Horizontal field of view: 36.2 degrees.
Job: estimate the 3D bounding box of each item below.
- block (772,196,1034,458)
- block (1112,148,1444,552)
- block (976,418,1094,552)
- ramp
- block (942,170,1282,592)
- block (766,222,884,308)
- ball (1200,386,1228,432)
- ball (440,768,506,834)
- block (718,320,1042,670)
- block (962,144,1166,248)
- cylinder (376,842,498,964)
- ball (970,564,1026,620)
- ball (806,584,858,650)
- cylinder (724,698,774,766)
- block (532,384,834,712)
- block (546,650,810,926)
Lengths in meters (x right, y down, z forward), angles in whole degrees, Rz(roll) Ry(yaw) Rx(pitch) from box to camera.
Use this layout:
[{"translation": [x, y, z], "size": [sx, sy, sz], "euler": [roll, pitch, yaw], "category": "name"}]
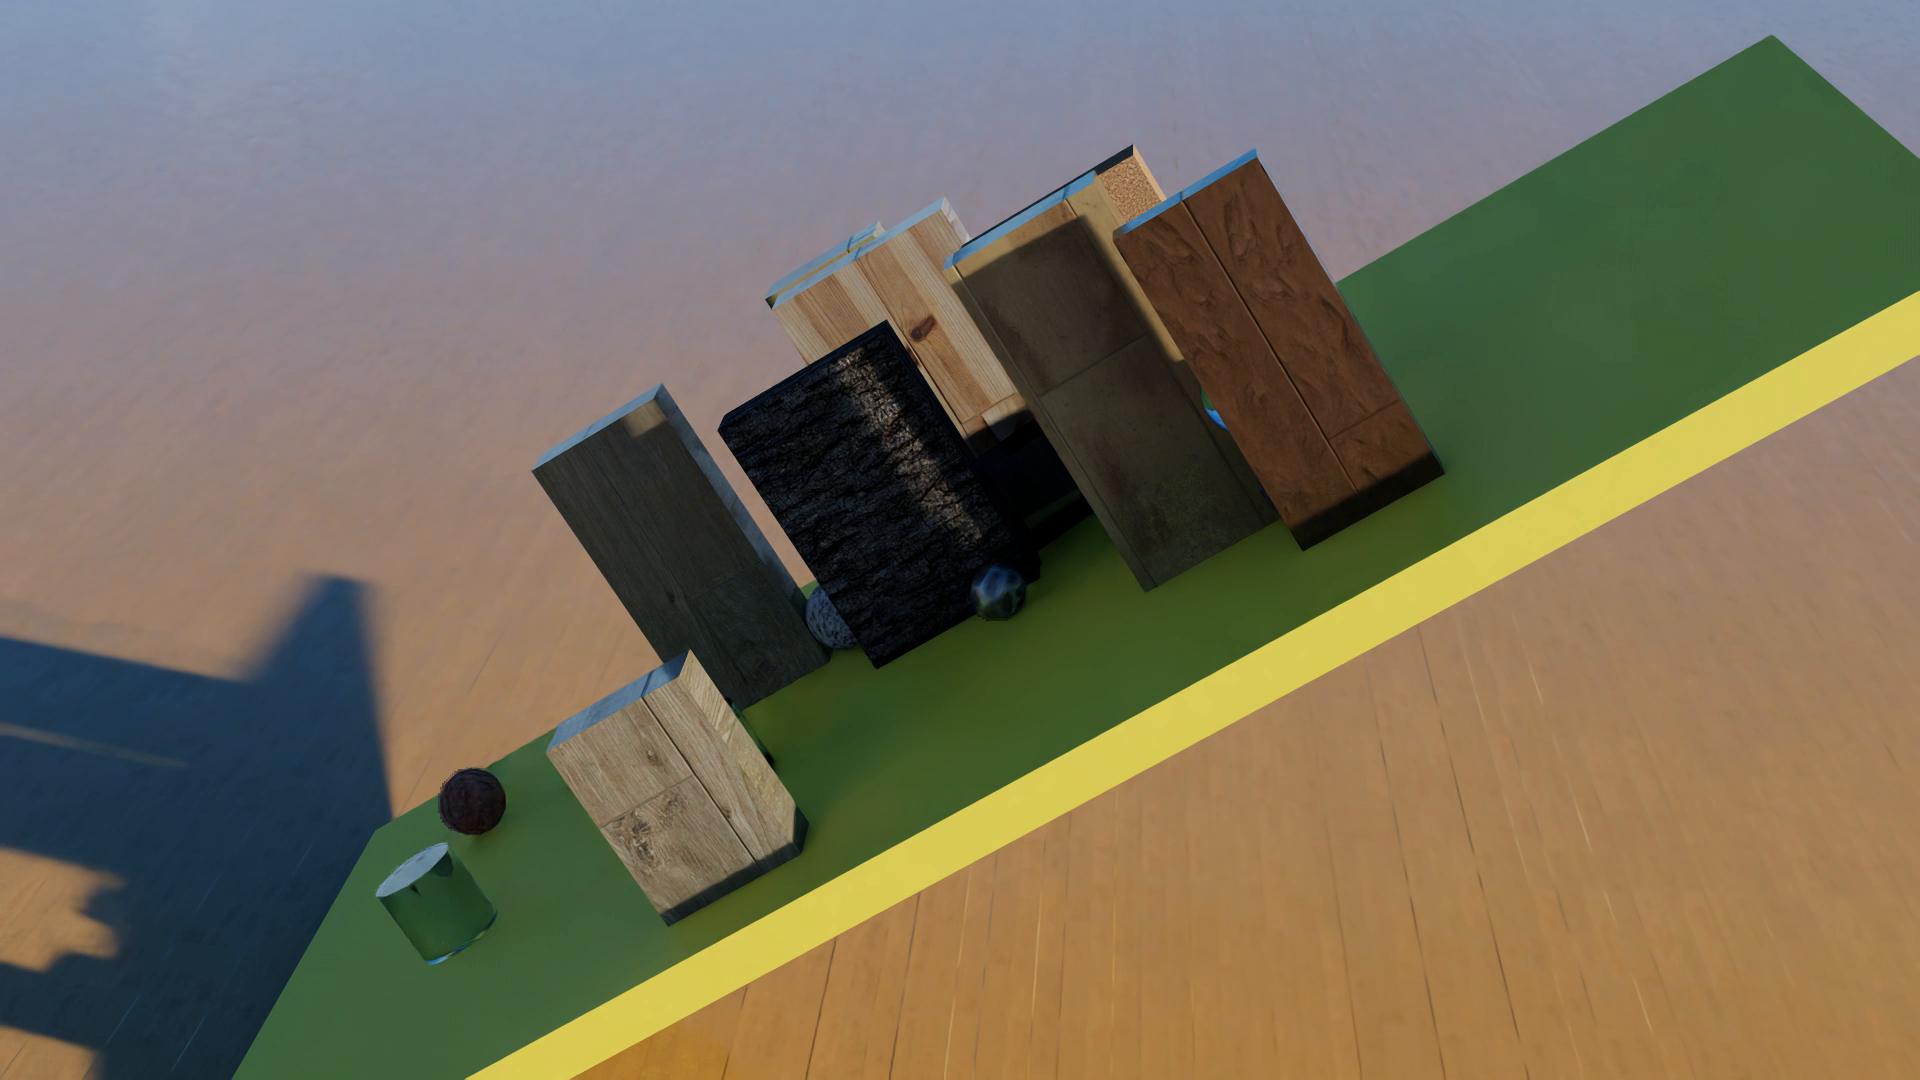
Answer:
[{"translation": [-0.037, -0.347, 6.676], "size": [0.448, 0.728, 0.126], "euler": [-30, 15, 13], "category": "block"}, {"translation": [0.591, -0.346, 5.437], "size": [0.301, 0.696, 0.081], "euler": [-30, 15, 13], "category": "block"}, {"translation": [0.177, -0.127, 6.432], "size": [0.197, 0.197, 0.197], "euler": [-35, -15, -8], "category": "block"}, {"translation": [0.141, 0.169, 6.289], "size": [4.000, 0.100, 2.000], "euler": [-30, 15, 13], "category": "ramp"}, {"translation": [0.313, -0.304, 5.745], "size": [0.337, 0.762, 0.112], "euler": [-30, 15, 13], "category": "block"}, {"translation": [-0.144, -0.382, 7.069], "size": [0.304, 0.698, 0.144], "euler": [-30, 15, 13], "category": "block"}, {"translation": [0.548, -0.290, 5.599], "size": [0.183, 0.183, 0.183], "euler": [0, 19, 0], "category": "ball"}, {"translation": [-1.164, 0.626, 7.028], "size": [0.157, 0.157, 0.157], "euler": [0, 19, 0], "category": "ball"}, {"translation": [-0.169, -0.094, 6.327], "size": [0.416, 0.633, 0.115], "euler": [-30, 15, 13], "category": "block"}, {"translation": [0.362, -0.395, 6.033], "size": [0.409, 0.714, 0.108], "euler": [-30, 15, 13], "category": "block"}, {"translation": [-1.135, 0.789, 6.387], "size": [0.187, 0.187, 0.187], "euler": [-31, 15, 9], "category": "cylinder"}, {"translation": [0.080, 0.108, 6.181], "size": [0.119, 0.119, 0.119], "euler": [0, 19, 0], "category": "ball"}, {"translation": [-0.267, 0.165, 6.633], "size": [0.163, 0.163, 0.163], "euler": [0, 19, 0], "category": "ball"}, {"translation": [-0.505, 0.445, 6.239], "size": [0.158, 0.158, 0.158], "euler": [-31, 15, 9], "category": "cylinder"}, {"translation": [-0.621, 0.041, 6.657], "size": [0.329, 0.723, 0.123], "euler": [-30, 15, 13], "category": "block"}, {"translation": [-0.542, 0.479, 5.678], "size": [0.309, 0.425, 0.141], "euler": [-30, 15, 13], "category": "block"}]
